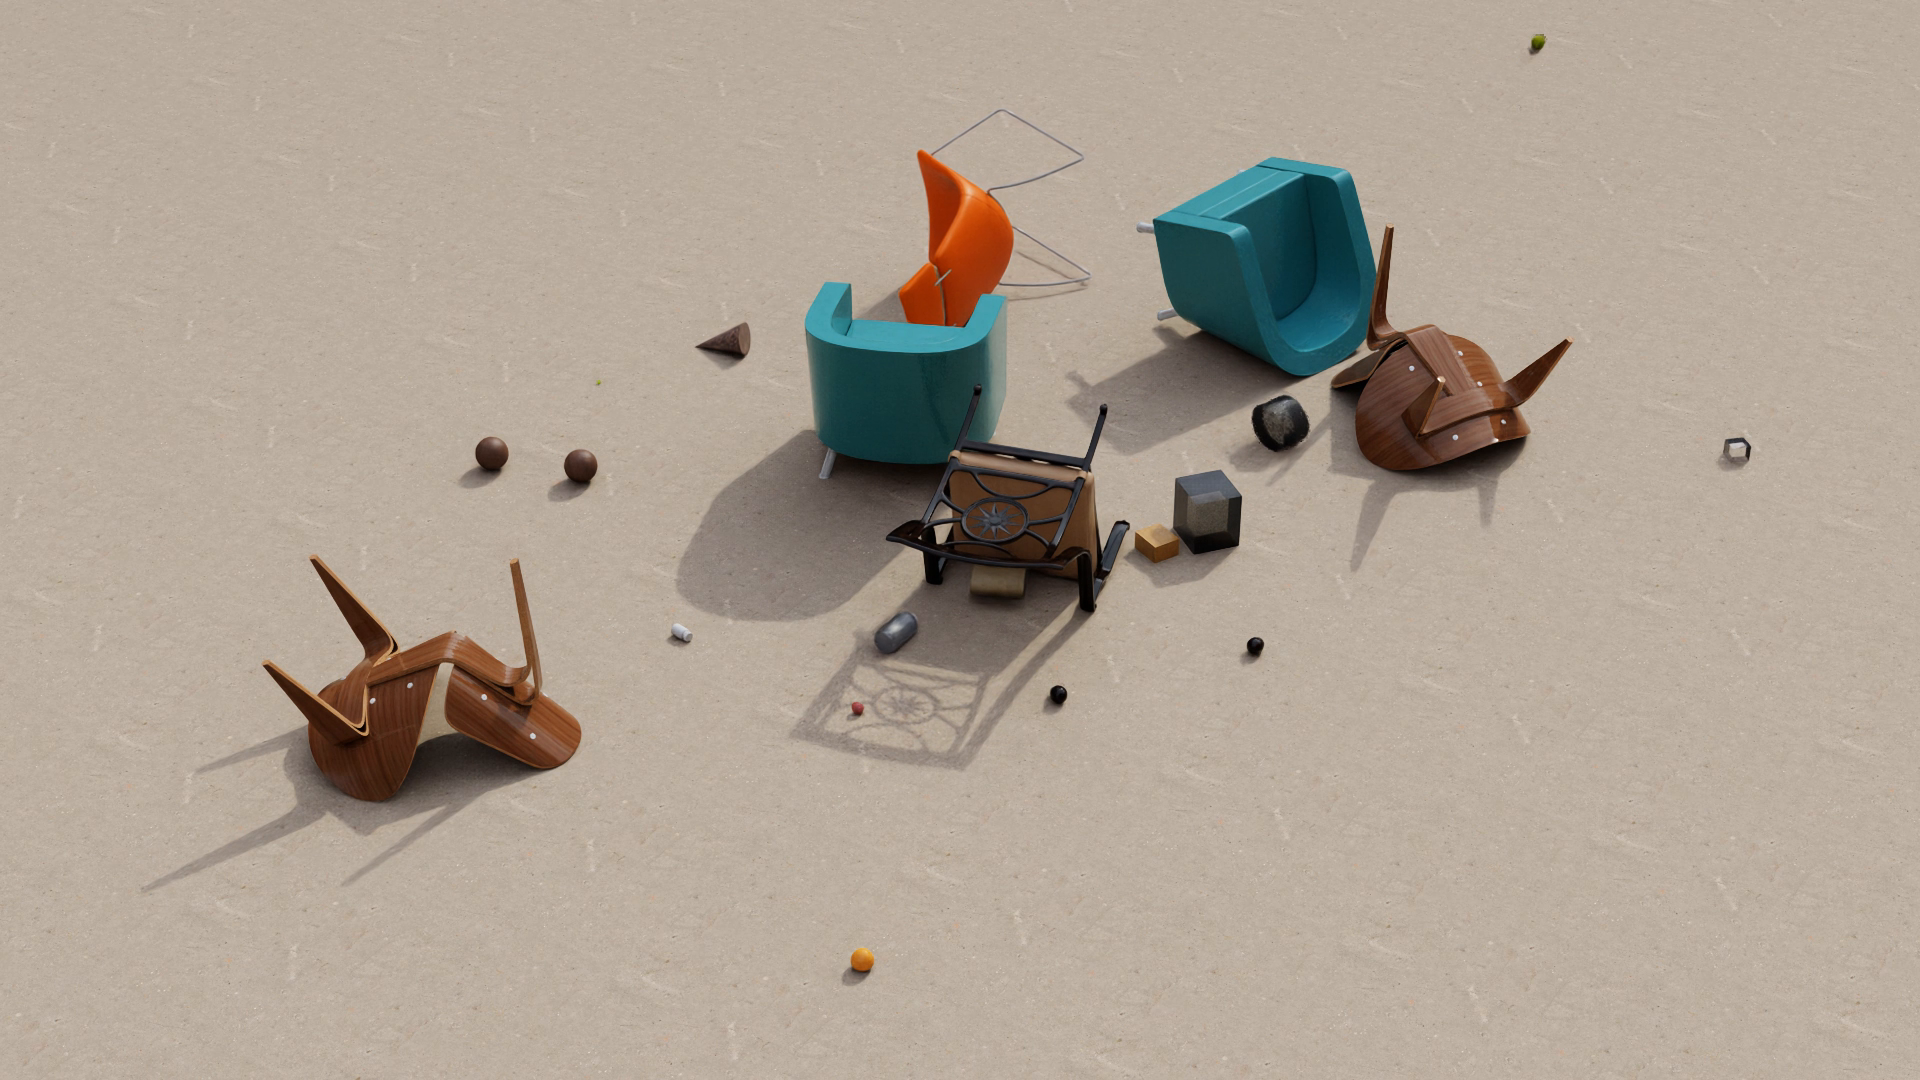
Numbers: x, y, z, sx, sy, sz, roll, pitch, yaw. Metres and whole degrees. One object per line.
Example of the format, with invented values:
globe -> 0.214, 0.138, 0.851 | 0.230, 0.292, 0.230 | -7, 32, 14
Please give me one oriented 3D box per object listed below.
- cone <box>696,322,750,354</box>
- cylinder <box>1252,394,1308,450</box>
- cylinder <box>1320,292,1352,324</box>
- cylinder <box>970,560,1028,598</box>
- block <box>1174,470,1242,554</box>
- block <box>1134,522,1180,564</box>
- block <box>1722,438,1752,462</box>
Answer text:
cone -> -0.995, -0.816, 12.131 | 0.224, 0.119, 0.176 | -8, 32, 15
cylinder -> 1.254, -0.459, 11.480 | 0.131, 0.170, 0.194 | -24, 76, -31
cylinder -> 1.584, -0.981, 12.366 | 0.126, 0.075, 0.149 | 28, 43, 36
cylinder -> 0.143, 0.142, 10.630 | 0.193, 0.107, 0.194 | 4, 25, 6
block -> 0.920, -0.104, 10.903 | 0.183, 0.219, 0.197 | -11, 35, -16
block -> 0.730, 0.012, 10.862 | 0.109, 0.071, 0.129 | -19, 38, -26
block -> 3.026, -0.350, 11.418 | 0.077, 0.064, 0.072 | -7, 34, -10
